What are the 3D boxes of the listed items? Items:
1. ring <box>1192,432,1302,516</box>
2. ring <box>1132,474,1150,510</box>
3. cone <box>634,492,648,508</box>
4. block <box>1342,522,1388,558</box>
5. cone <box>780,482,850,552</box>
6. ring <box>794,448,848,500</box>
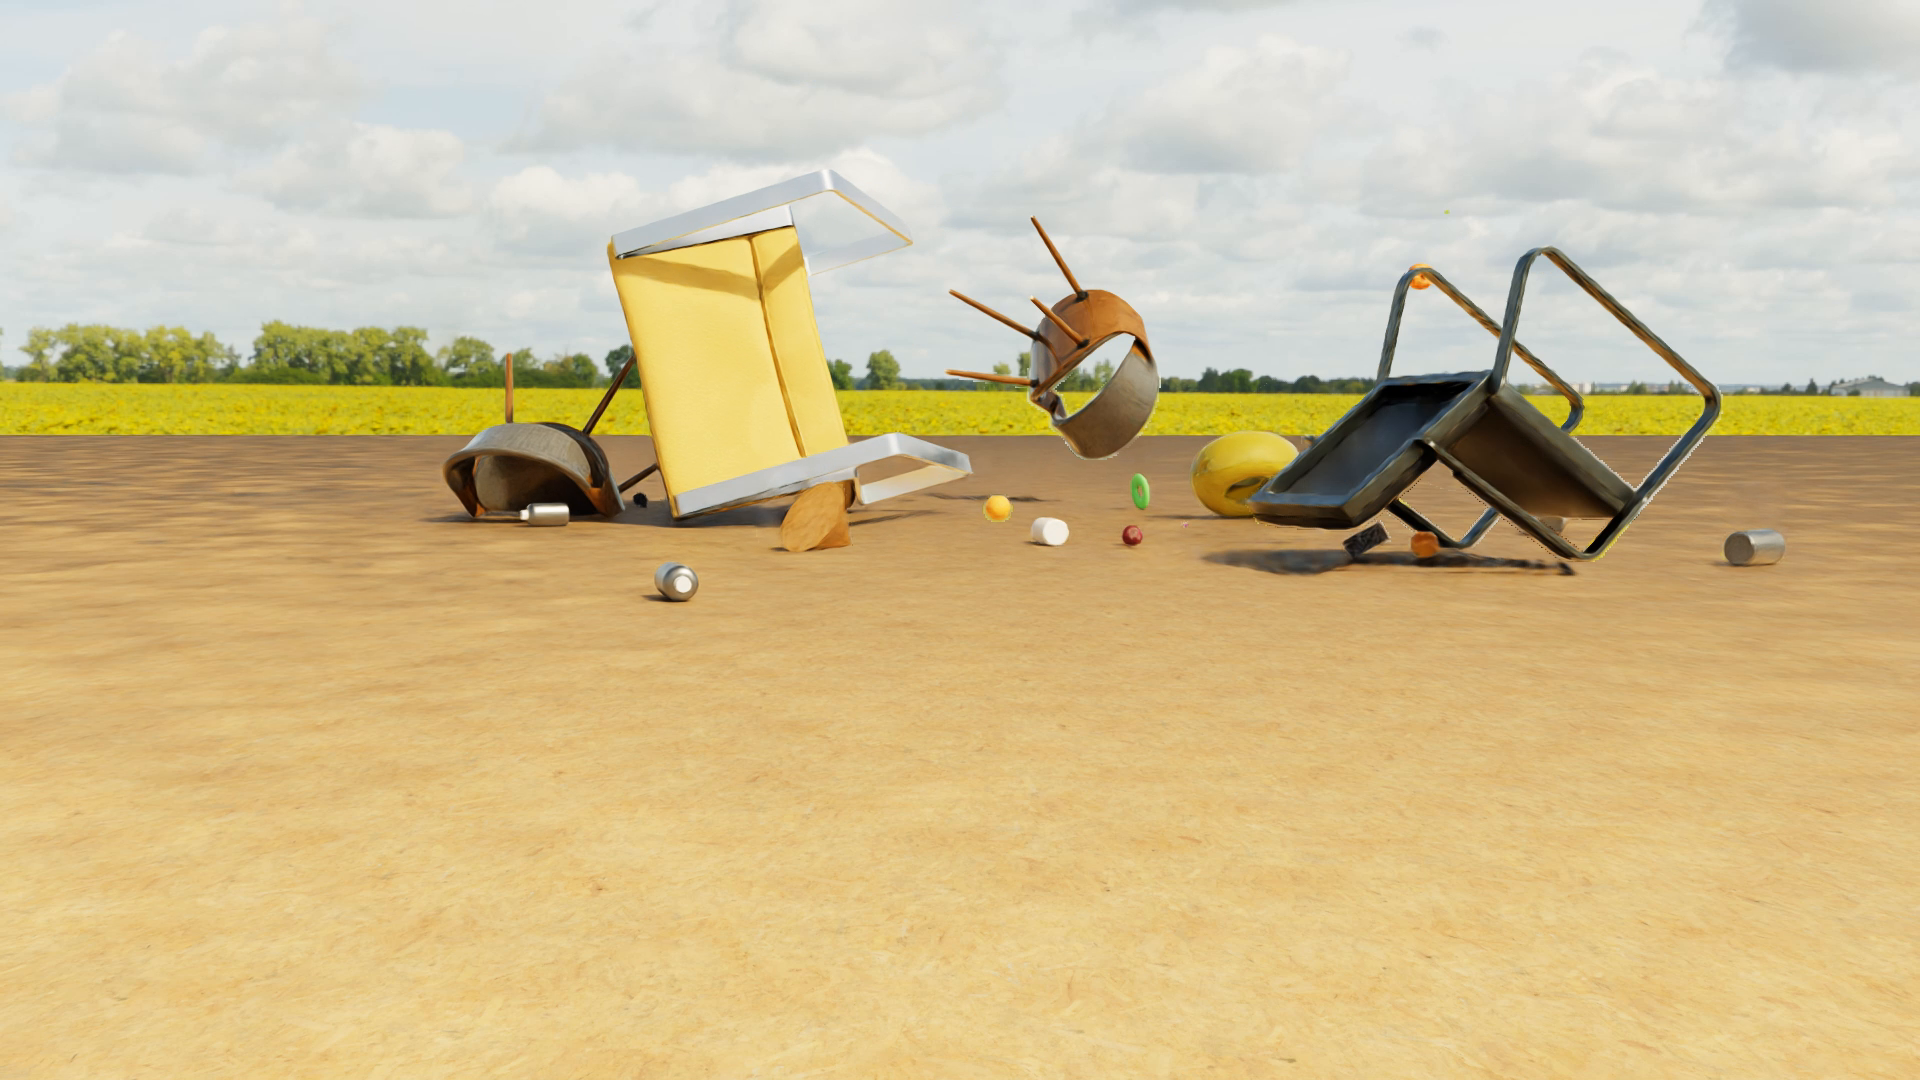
[{"bbox_3d":[0.994,-0.226,7.603,0.406,0.178,0.350,2,-38,-21],"label":"ring"},{"bbox_3d":[0.672,-0.181,8.195,0.082,0.136,0.023,-4,6,44],"label":"ring"},{"bbox_3d":[-1.201,-0.137,8.343,0.069,0.052,0.067,47,-1,-40],"label":"cone"},{"bbox_3d":[1.078,0.001,5.845,0.062,0.051,0.118,-32,-6,38],"label":"block"},{"bbox_3d":[-0.361,-0.024,6.192,0.153,0.228,0.249,40,0,30],"label":"cone"},{"bbox_3d":[-0.526,-0.232,8.305,0.165,0.053,0.350,23,49,4],"label":"ring"}]
